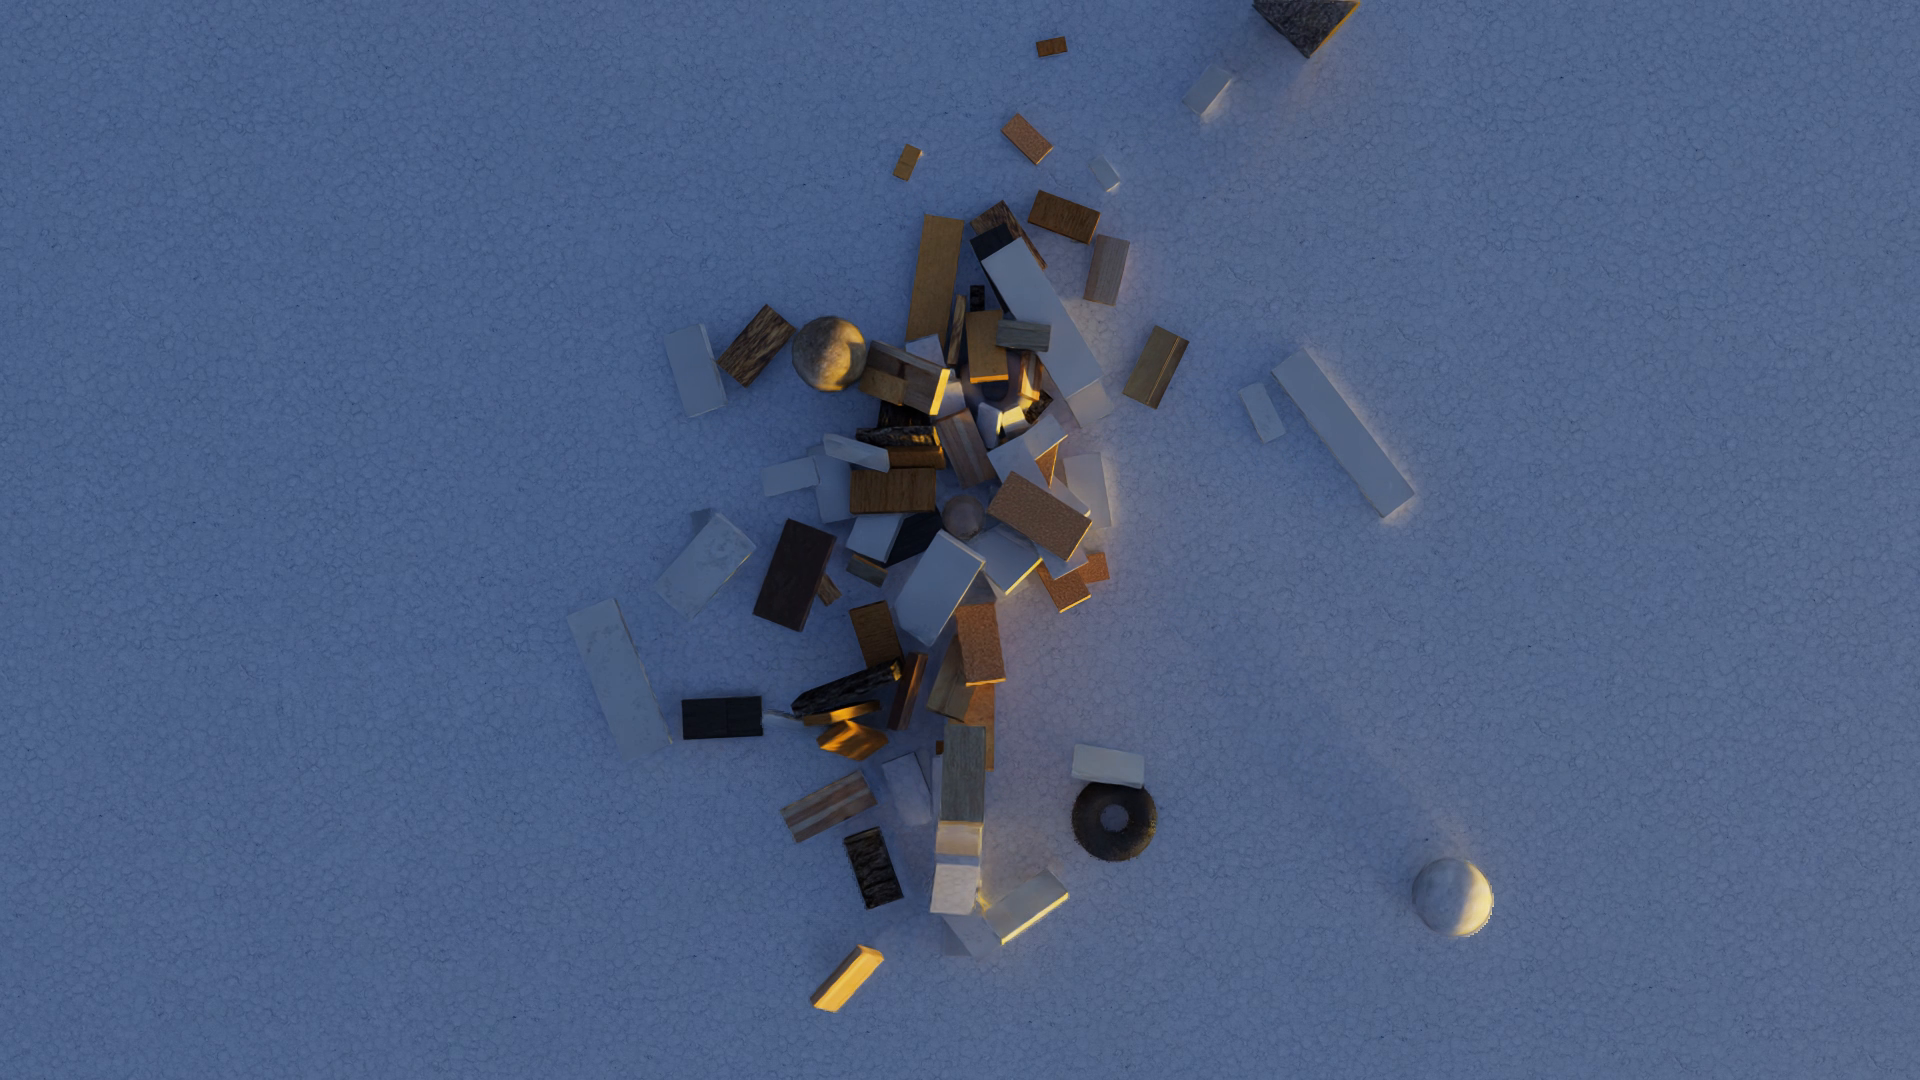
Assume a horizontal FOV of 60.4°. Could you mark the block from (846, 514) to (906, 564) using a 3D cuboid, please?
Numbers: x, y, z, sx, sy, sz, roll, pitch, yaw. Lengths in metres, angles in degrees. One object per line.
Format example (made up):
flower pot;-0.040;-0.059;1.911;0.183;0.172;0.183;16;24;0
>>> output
block;-0.239;-0.124;5.445;0.140;0.040;0.378;21;85;18

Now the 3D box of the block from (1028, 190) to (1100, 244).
block;0.345;-1.071;5.474;0.218;0.031;0.109;21;91;5

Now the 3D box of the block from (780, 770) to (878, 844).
block;-0.435;0.885;5.478;0.295;0.035;0.123;-27;90;-2

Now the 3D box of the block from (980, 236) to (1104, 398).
block;0.271;-0.726;5.407;0.153;0.043;0.526;-31;92;1

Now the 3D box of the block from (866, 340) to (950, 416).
block;-0.182;-0.531;5.383;0.307;0.043;0.153;26;107;32

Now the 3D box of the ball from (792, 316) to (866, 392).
ball;-0.426;-0.605;5.378;0.245;0.245;0.245;0;90;0

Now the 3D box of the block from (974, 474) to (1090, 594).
block;0.227;-0.019;5.411;0.390;0.050;0.177;-44;77;-8

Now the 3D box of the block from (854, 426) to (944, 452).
block;-0.198;-0.313;5.379;0.262;0.131;0.037;-1;54;15

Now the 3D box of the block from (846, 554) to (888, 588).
block;-0.309;0.103;5.474;0.131;0.018;0.065;27;125;0

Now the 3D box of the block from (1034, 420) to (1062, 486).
block;0.262;-0.240;5.429;0.091;0.026;0.306;10;76;6

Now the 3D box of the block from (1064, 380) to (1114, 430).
block;0.373;-0.552;5.482;0.125;0.035;0.347;-29;90;0

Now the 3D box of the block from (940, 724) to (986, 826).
block;0.011;0.735;5.162;0.134;0.038;0.318;2;61;0

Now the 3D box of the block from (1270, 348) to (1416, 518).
block;1.271;-0.356;5.481;0.131;0.037;0.612;-38;90;0

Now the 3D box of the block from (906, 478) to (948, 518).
block;-0.130;-0.136;5.488;0.172;0.024;0.086;-43;90;0

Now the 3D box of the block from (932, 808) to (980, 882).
block;-0.010;0.967;5.199;0.134;0.038;0.267;4;116;-2

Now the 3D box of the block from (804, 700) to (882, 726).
block;-0.382;0.562;5.367;0.121;0.242;0.034;-12;88;38

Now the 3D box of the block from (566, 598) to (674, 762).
block;-1.130;0.463;5.476;0.169;0.048;0.520;-22;90;0

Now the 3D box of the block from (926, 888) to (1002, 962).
block;0.021;1.234;5.417;0.123;0.035;0.285;-37;90;0

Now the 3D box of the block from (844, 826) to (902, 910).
block;-0.288;1.090;5.482;0.123;0.035;0.246;-19;90;0

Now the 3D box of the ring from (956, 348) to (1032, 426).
ring;0.117;-0.506;5.457;0.264;0.088;0.264;0;90;1

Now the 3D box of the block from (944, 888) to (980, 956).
block;0.005;1.089;5.483;0.117;0.033;0.580;0;90;0

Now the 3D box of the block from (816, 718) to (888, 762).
block;-0.348;0.654;5.376;0.121;0.242;0.034;-36;58;16

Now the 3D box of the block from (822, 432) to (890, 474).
block;-0.338;-0.287;5.389;0.221;0.095;0.027;17;60;15

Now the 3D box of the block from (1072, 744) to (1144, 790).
block;0.489;0.747;5.448;0.233;0.033;0.117;10;47;0

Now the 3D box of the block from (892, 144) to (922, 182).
block;-0.176;-1.257;5.492;0.056;0.016;0.112;24;90;0

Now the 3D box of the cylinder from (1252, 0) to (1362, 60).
cylinder;1.133;-1.752;5.374;0.253;0.253;0.253;43;90;0

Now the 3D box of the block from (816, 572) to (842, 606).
block;-0.457;0.151;5.489;0.065;0.018;0.130;-36;90;3

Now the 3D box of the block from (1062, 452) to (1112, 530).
block;0.423;-0.158;5.482;0.125;0.035;0.249;-9;90;0

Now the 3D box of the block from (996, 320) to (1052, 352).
block;0.207;-0.666;5.375;0.172;0.024;0.086;7;94;2

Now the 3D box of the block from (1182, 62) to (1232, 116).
block;0.821;-1.499;5.489;0.081;0.023;0.162;39;90;0

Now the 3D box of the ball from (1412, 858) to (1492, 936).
ball;1.602;1.163;5.376;0.248;0.248;0.248;0;90;0

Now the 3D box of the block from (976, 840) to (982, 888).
block;0.006;1.005;5.258;0.117;0.033;0.233;-2;116;0

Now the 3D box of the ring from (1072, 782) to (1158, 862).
ring;0.511;0.921;5.453;0.283;0.094;0.283;0;89;0

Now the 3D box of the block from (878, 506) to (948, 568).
block;-0.167;-0.009;5.461;0.247;0.035;0.123;-24;92;9

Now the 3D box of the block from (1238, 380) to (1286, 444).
block;1.005;-0.426;5.489;0.081;0.023;0.196;-26;90;0

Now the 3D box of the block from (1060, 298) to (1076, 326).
block;0.334;-0.679;5.449;0.109;0.031;0.218;-13;90;0

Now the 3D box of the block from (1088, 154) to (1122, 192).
block;0.480;-1.223;5.492;0.056;0.016;0.112;-36;90;0

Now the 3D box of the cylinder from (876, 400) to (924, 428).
cylinder;-0.196;-0.387;5.430;0.141;0.141;0.141;9;90;0

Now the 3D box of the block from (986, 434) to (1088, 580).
block;0.252;-0.105;5.359;0.129;0.036;0.467;-28;84;1

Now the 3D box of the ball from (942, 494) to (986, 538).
ball;0.013;-0.077;5.428;0.143;0.143;0.143;0;90;0

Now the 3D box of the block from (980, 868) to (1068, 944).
block;0.211;1.197;5.397;0.282;0.033;0.117;-30;53;-24

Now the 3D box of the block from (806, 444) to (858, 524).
block;-0.420;-0.193;5.482;0.129;0.036;0.257;-12;90;0

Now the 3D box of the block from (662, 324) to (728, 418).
block;-0.877;-0.561;5.463;0.140;0.040;0.280;-17;90;15

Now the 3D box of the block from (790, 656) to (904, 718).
block;-0.364;0.481;5.382;0.354;0.177;0.050;-21;94;9

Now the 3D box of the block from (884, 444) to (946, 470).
block;-0.148;-0.268;5.376;0.190;0.095;0.027;0;55;13

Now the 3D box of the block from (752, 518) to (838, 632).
block;-0.547;0.116;5.461;0.169;0.048;0.338;20;90;11
